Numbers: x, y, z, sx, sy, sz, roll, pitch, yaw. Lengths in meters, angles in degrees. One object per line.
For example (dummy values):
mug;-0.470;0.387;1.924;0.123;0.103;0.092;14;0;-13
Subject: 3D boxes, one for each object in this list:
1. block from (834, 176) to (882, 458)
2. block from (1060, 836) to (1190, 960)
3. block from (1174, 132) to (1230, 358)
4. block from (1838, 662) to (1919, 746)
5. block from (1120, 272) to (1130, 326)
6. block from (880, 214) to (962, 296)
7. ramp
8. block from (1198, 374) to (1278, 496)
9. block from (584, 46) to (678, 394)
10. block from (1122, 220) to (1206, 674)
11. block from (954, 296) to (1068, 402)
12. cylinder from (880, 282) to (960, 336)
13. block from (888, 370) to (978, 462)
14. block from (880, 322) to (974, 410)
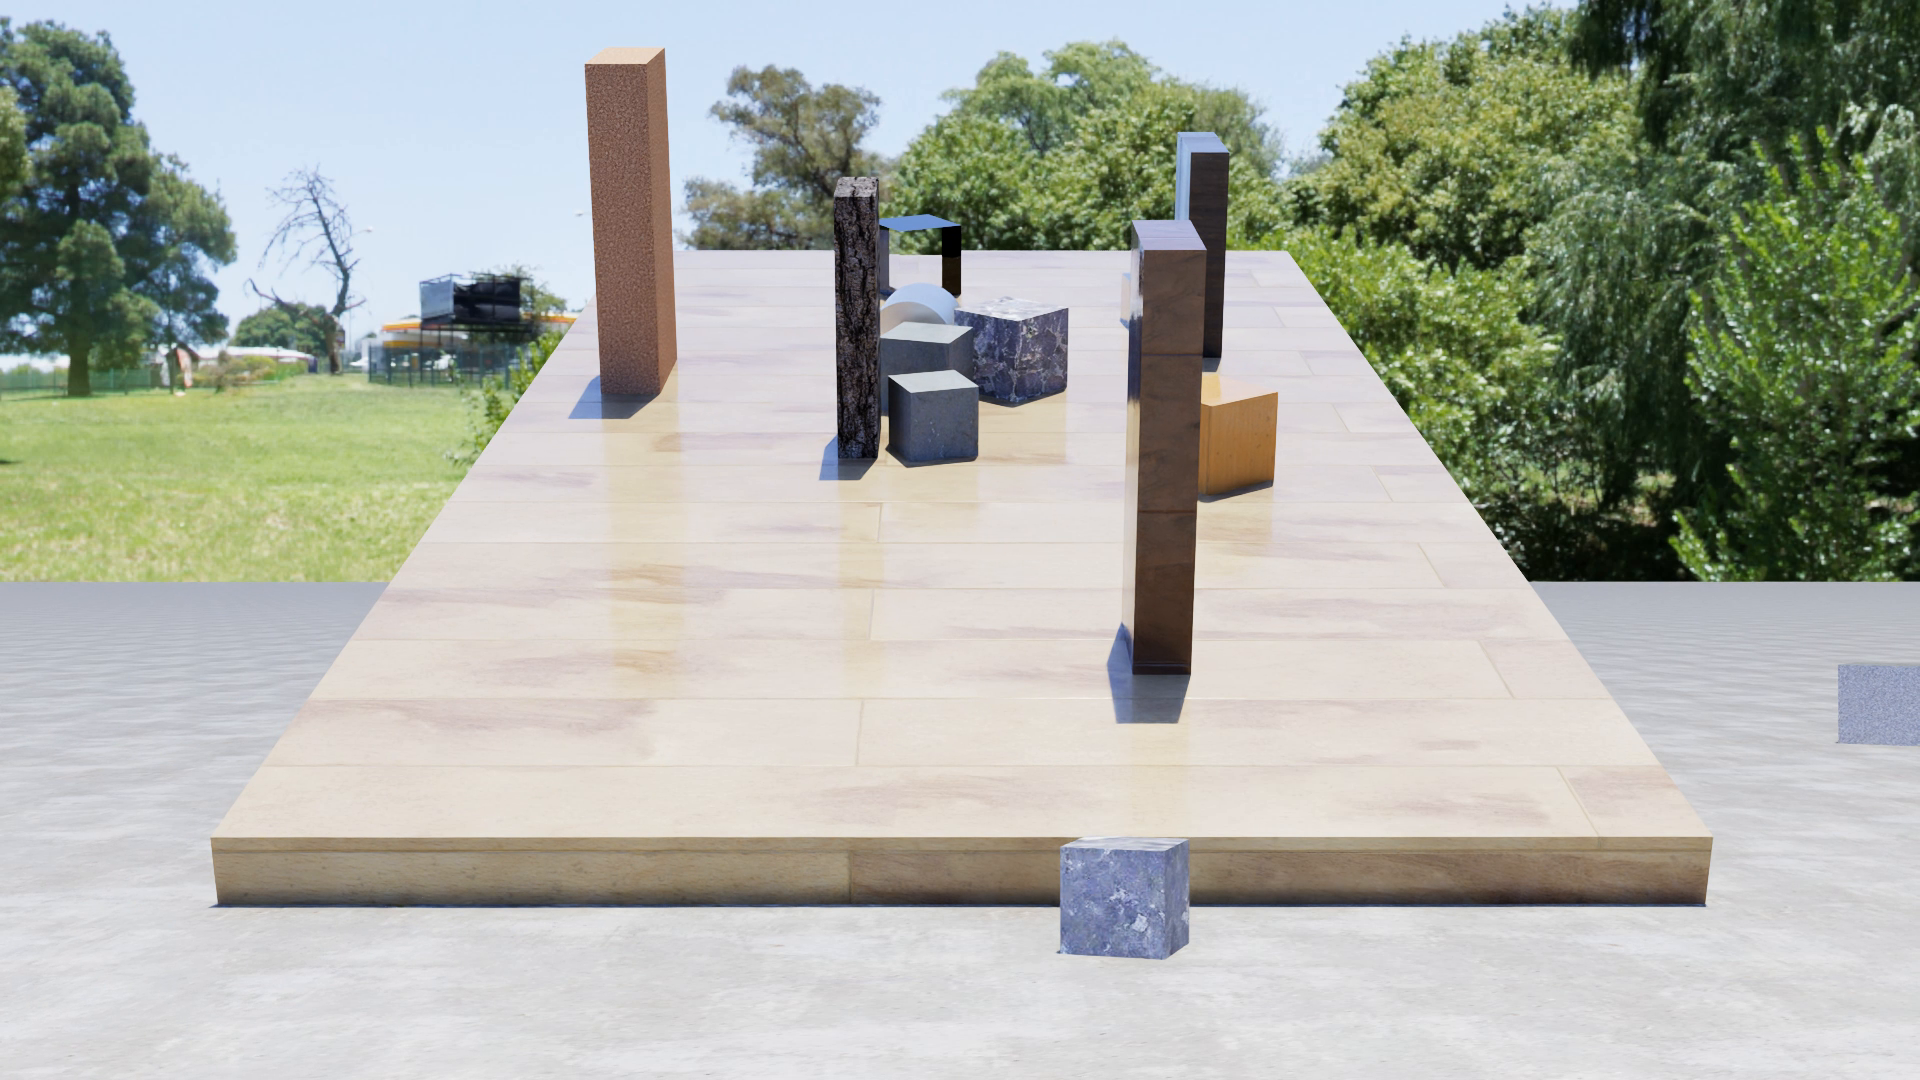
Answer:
block;-0.213;-0.467;4.702;0.084;0.547;0.241;0;18;0
block;0.196;0.422;2.661;0.125;0.125;0.125;0;-1;19
block;0.596;-0.739;5.586;0.092;0.502;0.336;0;18;0
block;2.455;0.432;5.938;0.207;0.207;0.207;-1;-1;33
block;0.491;-0.627;5.855;0.119;0.119;0.119;-2;19;-7
block;-0.126;-0.781;6.200;0.191;0.191;0.191;-10;21;-28
ramp;-0.004;-0.192;4.898;2.000;0.100;4.000;0;18;0
block;0.507;-0.215;4.522;0.182;0.182;0.182;-14;23;-36
block;-0.759;-0.745;5.210;0.136;0.749;0.340;0;18;0
block;0.318;-0.147;3.541;0.092;0.676;0.242;0;18;0
block;0.119;-0.445;5.200;0.188;0.188;0.188;15;24;38
cylinder;-0.104;-0.483;5.283;0.207;0.207;0.207;0;19;8
block;-0.056;-0.262;4.713;0.149;0.149;0.149;-7;20;-19
block;-0.076;-0.387;5.061;0.166;0.166;0.166;6;19;18
